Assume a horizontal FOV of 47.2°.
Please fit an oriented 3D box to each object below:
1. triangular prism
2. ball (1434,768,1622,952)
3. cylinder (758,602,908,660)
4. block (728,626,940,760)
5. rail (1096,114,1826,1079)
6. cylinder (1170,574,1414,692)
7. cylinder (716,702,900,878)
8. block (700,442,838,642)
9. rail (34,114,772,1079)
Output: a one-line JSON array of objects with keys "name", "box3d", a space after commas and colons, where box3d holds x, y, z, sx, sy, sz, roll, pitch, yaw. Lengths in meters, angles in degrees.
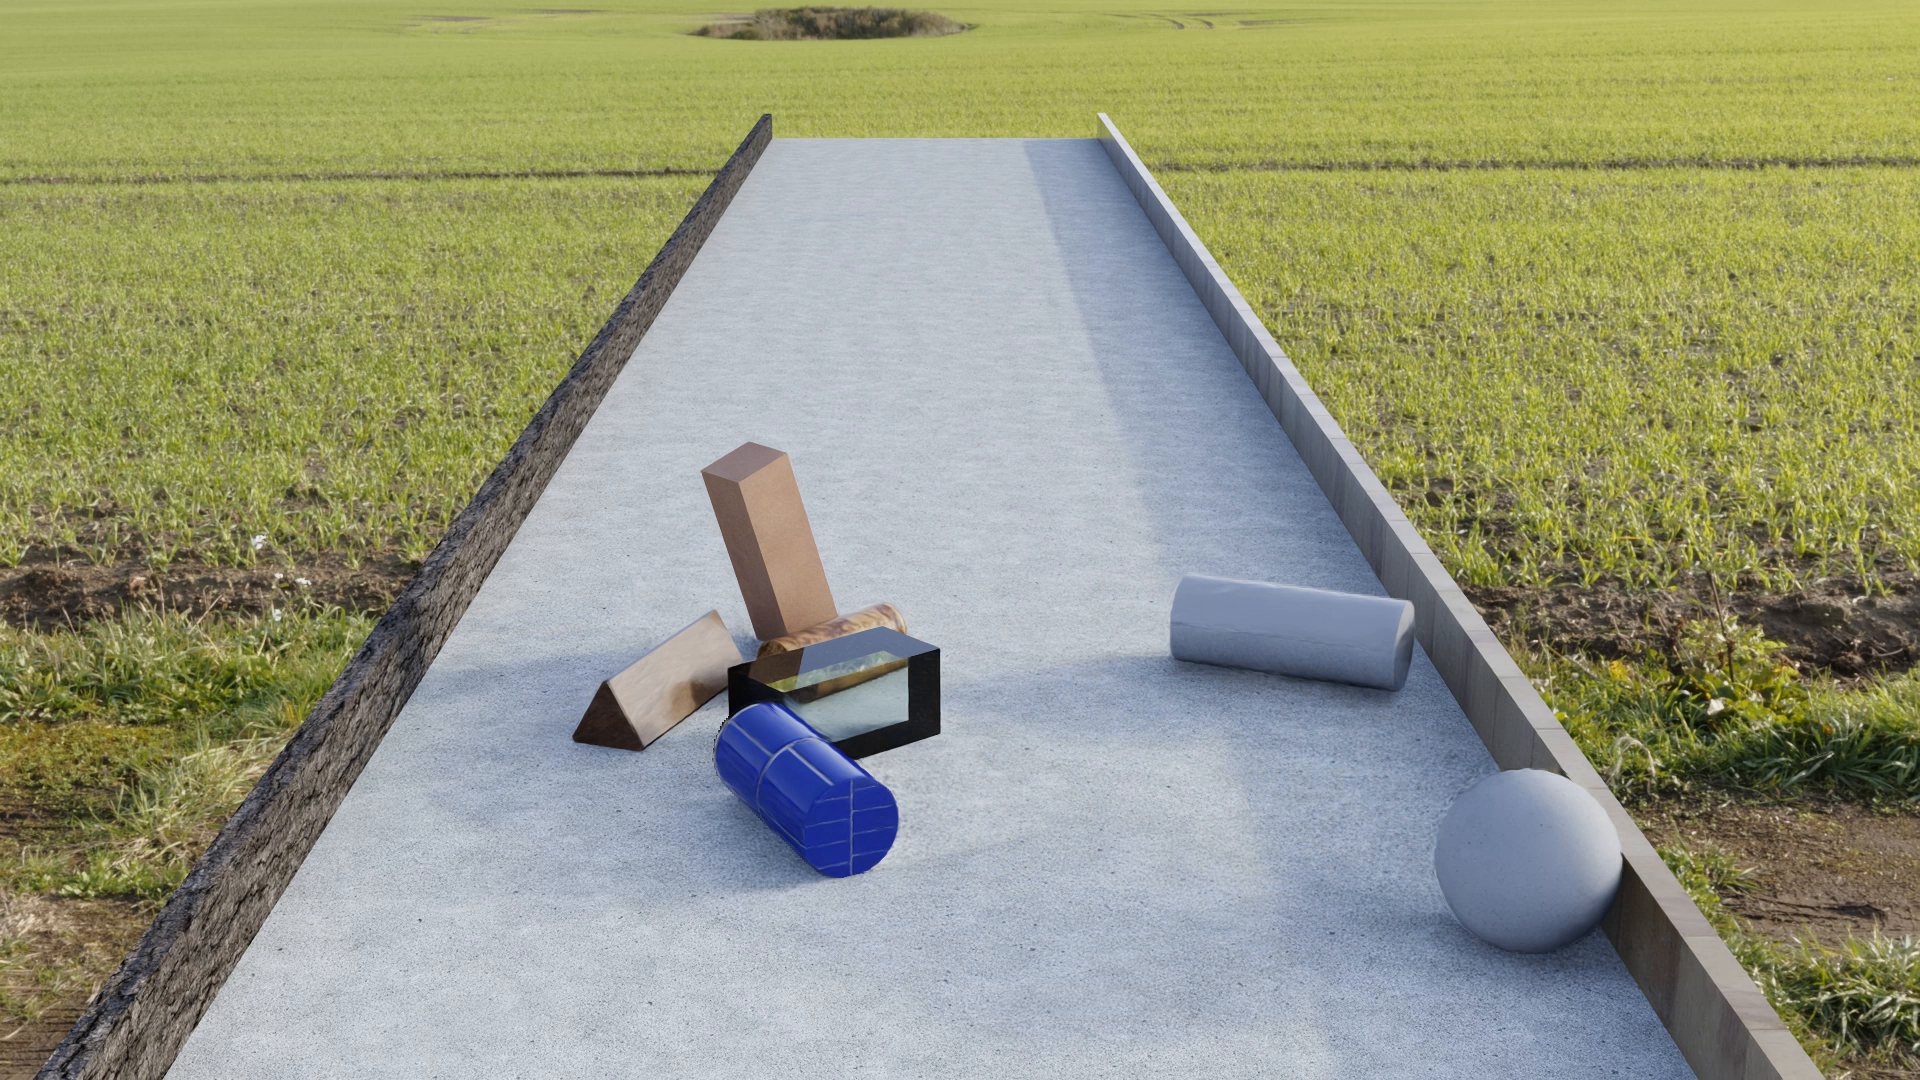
[{"name": "triangular prism", "box3d": [-0.560, 0.253, 4.150, 0.141, 0.122, 0.440, 6, 18, 19]}, {"name": "ball", "box3d": [0.825, 0.465, 3.198, 0.264, 0.264, 0.264, 0, 17, 0]}, {"name": "cylinder", "box3d": [-0.249, 0.210, 4.334, 0.106, 0.106, 0.315, 14, 22, 39]}, {"name": "block", "box3d": [-0.223, 0.290, 3.958, 0.352, 0.166, 0.166, -14, 21, -39]}, {"name": "rail", "box3d": [0.932, -0.844, 7.801, 0.050, 0.150, 12.000, 0, 17, -1]}, {"name": "cylinder", "box3d": [0.651, 0.180, 4.313, 0.445, 0.176, 0.176, 7, 18, 23]}, {"name": "cylinder", "box3d": [-0.254, 0.402, 3.587, 0.165, 0.165, 0.372, -8, 19, -26]}, {"name": "block", "box3d": [-0.379, 0.017, 4.430, 0.126, 0.403, 0.126, -34, 33, -31]}, {"name": "rail", "box3d": [-1.118, -0.838, 7.780, 0.050, 0.150, 12.000, 0, 17, -1]}]
